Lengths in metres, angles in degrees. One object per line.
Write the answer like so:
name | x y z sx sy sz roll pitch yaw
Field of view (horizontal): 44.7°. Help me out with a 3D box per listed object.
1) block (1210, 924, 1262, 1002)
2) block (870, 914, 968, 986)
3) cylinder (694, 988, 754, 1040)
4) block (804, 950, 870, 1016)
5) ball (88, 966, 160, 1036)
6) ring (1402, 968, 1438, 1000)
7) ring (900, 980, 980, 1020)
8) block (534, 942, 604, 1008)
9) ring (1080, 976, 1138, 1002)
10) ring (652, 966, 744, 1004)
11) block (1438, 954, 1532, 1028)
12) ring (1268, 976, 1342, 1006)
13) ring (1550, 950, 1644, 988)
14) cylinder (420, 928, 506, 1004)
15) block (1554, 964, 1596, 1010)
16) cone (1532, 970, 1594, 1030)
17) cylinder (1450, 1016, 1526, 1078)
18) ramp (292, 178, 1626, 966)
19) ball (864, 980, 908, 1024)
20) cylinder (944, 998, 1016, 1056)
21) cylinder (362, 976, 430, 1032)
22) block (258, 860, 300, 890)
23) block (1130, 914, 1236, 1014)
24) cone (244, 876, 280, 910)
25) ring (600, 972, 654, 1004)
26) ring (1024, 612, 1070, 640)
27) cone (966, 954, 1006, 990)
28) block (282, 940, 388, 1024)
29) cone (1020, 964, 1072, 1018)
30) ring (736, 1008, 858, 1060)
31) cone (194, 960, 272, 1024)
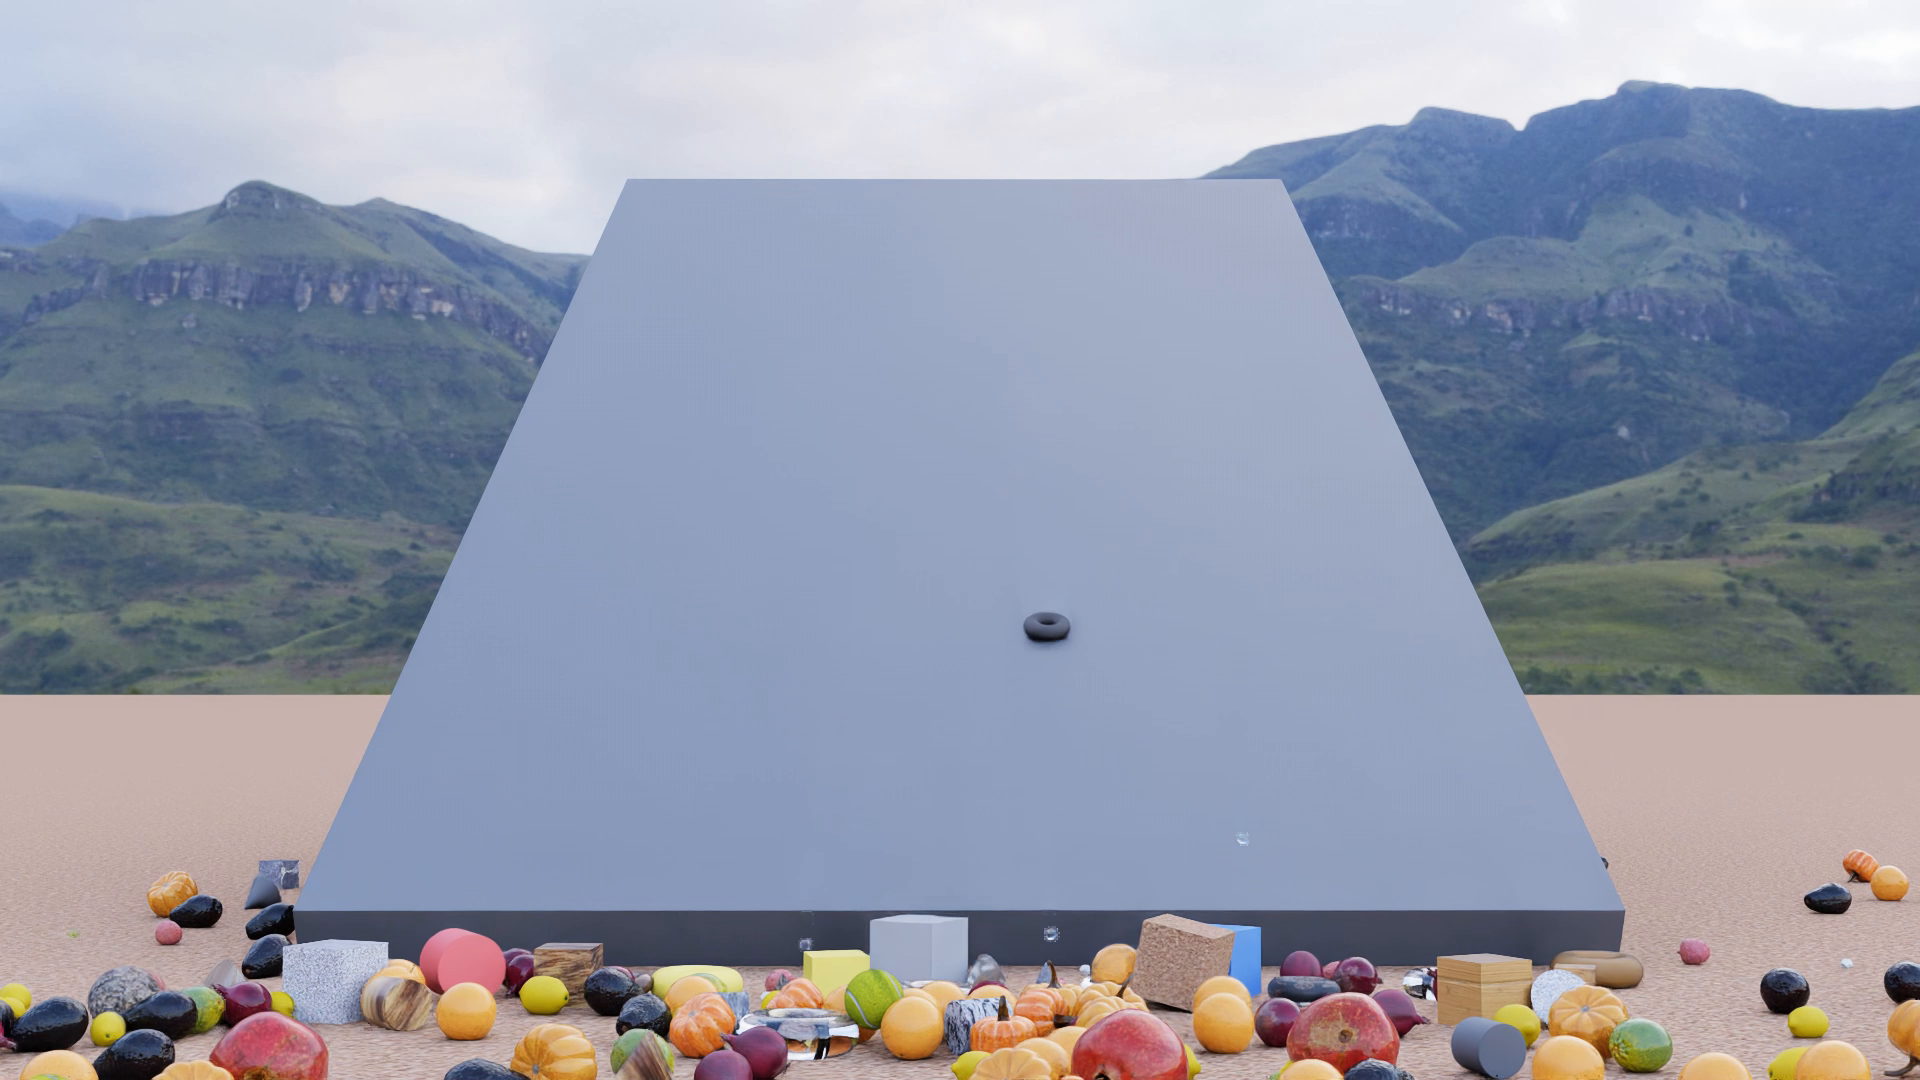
block | 0.352 0.580 3.211 0.091 0.091 0.091 -2 -4 33
block | -0.057 0.578 3.252 0.100 0.100 0.100 -2 -4 30
cylinder | -0.283 0.572 2.808 0.055 0.055 0.055 19 -9 -17
block | -0.162 0.577 3.045 0.075 0.075 0.075 1 -4 -12
ball | -1.016 0.560 2.839 0.084 0.084 0.084 0 -4 0
ring | 0.661 0.605 3.182 0.113 0.038 0.113 1 -5 0
ring | -0.034 0.592 3.003 0.123 0.041 0.123 1 -4 0
block | -0.523 0.582 3.121 0.076 0.076 0.076 0 -4 3
ring | 0.205 0.610 3.175 0.083 0.028 0.083 1 -4 0
ring | -0.357 0.602 3.161 0.127 0.042 0.127 1 -4 0
block | 0.658 0.566 2.928 0.082 0.082 0.082 2 -4 -28
ring | 0.461 0.604 3.127 0.098 0.033 0.098 1 -4 0
ring | 0.905 0.611 3.320 0.130 0.043 0.130 0 -2 0
cylinder | -0.673 0.576 3.157 0.093 0.093 0.093 2 -4 -28
block | 0.817 0.592 3.098 0.052 0.052 0.052 -1 -4 16
cone | 0.746 0.591 2.934 0.078 0.078 0.078 0 -30 -3
cylinder | 0.577 0.554 2.548 0.059 0.059 0.059 1 -4 -18
ramp | -0.008 -0.229 5.342 2.000 0.100 4.000 0 25 0
ball | -0.093 0.581 2.939 0.054 0.054 0.054 0 -4 0
cylinder | 0.022 0.562 2.698 0.062 0.062 0.062 2 -4 -25
cylinder | -0.699 0.574 2.895 0.063 0.063 0.063 3 -5 -40
block | -1.435 0.705 4.917 0.058 0.058 0.058 -2 -4 23
block | 0.295 0.559 3.088 0.099 0.099 0.099 11 1 24
cone | -1.349 0.691 4.469 0.067 0.067 0.067 -2 23 29
ring | -0.448 0.601 3.132 0.075 0.025 0.075 -16 4 1
ring | 0.162 0.160 4.336 0.087 0.029 0.087 1 24 0
cone | 0.023 0.615 3.252 0.057 0.057 0.057 -30 14 -32
block | -0.801 0.565 2.993 0.093 0.093 0.093 -2 -4 24
cone | 0.111 0.579 3.013 0.068 0.068 0.068 0 -4 0
ring | -0.188 0.570 2.694 0.143 0.048 0.143 1 -5 0
cone | -0.912 0.591 2.970 0.087 0.087 0.087 35 -24 -32
